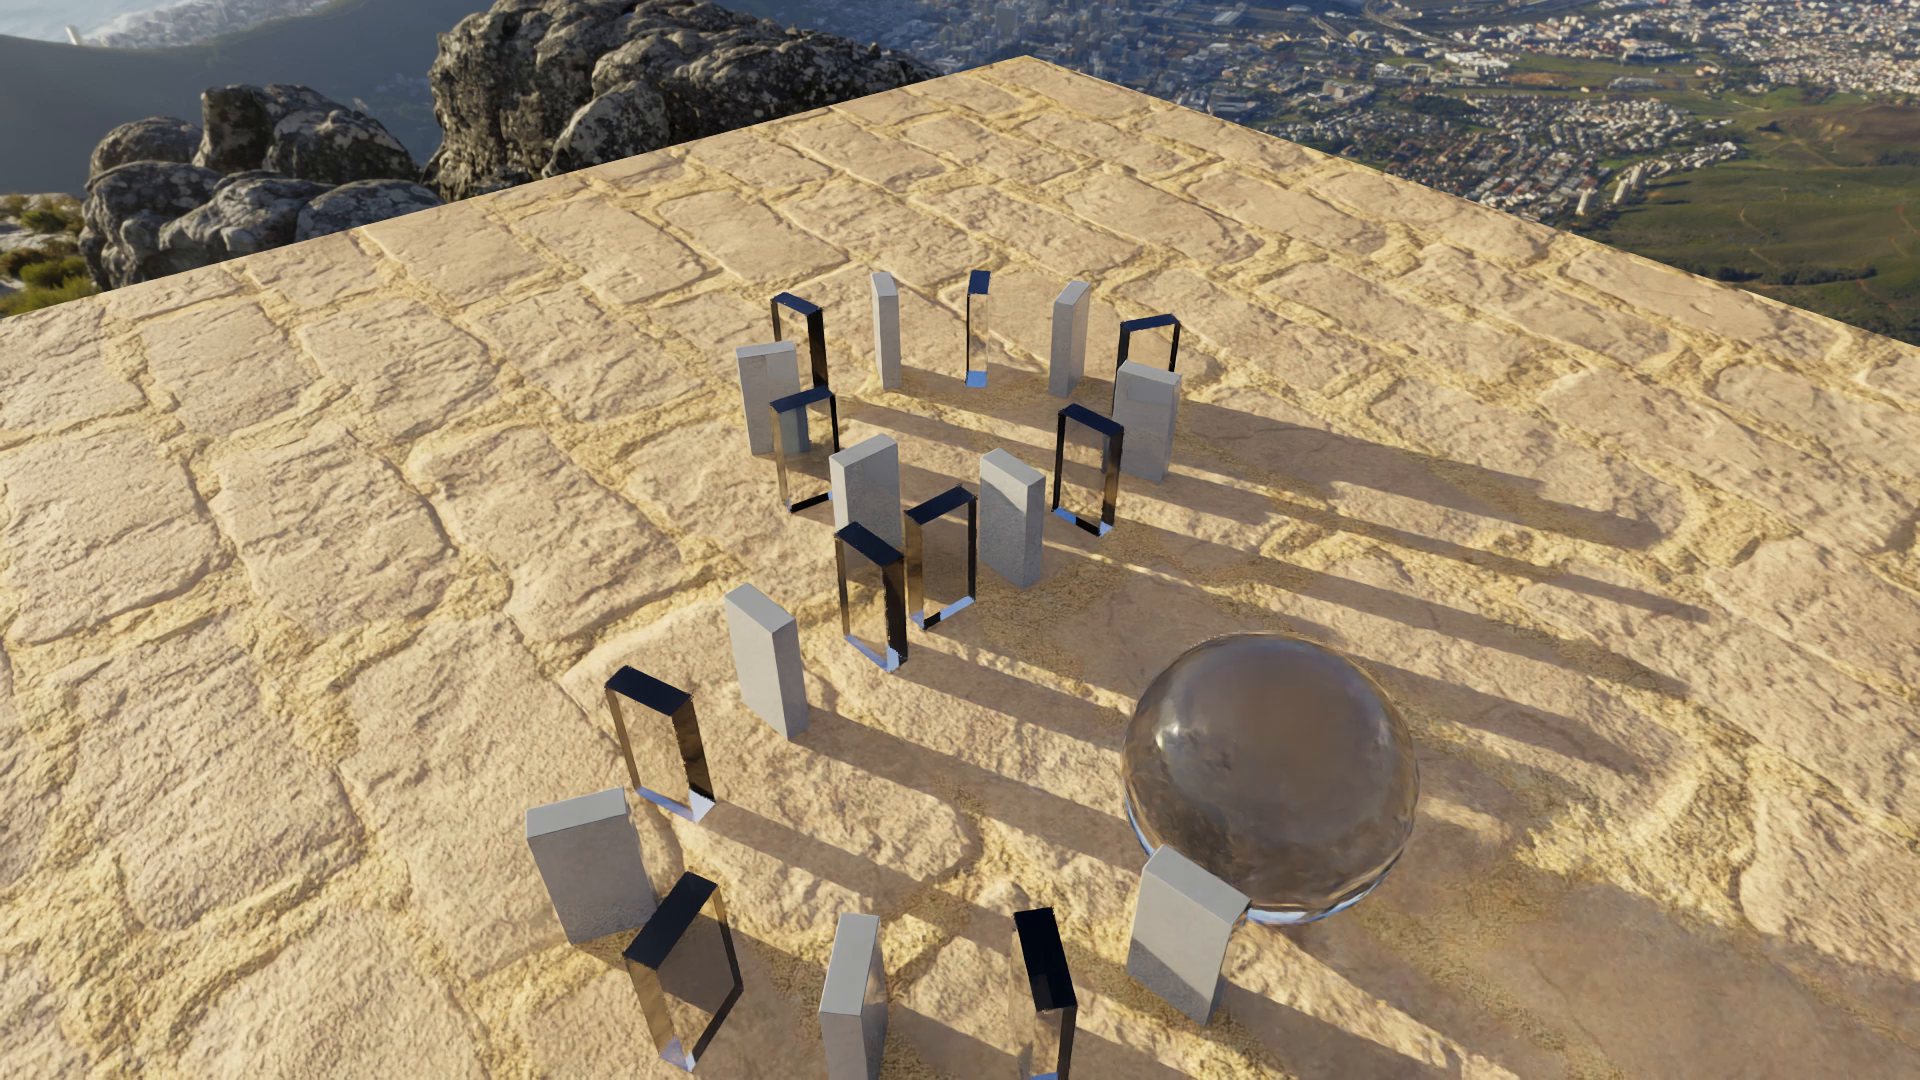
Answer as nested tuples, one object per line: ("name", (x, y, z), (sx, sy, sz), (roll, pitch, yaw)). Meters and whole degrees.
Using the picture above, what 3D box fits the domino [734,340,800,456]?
("domino", (-0.084, -0.063, 0.488), (0.025, 0.050, 0.009), (-11, 41, -13))

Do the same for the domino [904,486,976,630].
("domino", (-0.007, 0.007, 0.403), (0.025, 0.050, 0.010), (-28, 47, -30))

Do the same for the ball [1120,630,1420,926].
("ball", (0.085, 0.066, 0.308), (0.080, 0.080, 0.080), (0, 39, 0))

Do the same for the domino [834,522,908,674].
("domino", (-0.031, 0.021, 0.386), (0.010, 0.050, 0.025), (-31, 49, -32))

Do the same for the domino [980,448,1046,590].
("domino", (0.020, -0.008, 0.421), (0.009, 0.050, 0.025), (-30, 48, -31))

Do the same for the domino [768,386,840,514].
("domino", (-0.063, -0.037, 0.457), (0.025, 0.050, 0.010), (-22, 44, -25))

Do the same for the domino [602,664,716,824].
("domino", (-0.091, 0.063, 0.335), (0.025, 0.050, 0.009), (20, 43, 22))

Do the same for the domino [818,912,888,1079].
("domino", (-0.025, 0.117, 0.269), (0.010, 0.050, 0.025), (4, 40, 5))

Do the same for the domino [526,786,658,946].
("domino", (-0.100, 0.090, 0.302), (0.025, 0.050, 0.010), (-12, 41, -14))

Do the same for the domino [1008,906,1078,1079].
("domino", (0.020, 0.116, 0.270), (0.010, 0.050, 0.025), (-6, 40, -7))

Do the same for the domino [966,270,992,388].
("domino", (0.009, -0.103, 0.537), (0.009, 0.050, 0.025), (3, 39, 4))

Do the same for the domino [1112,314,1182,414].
("domino", (0.085, -0.078, 0.506), (0.025, 0.050, 0.010), (-12, 41, -15))

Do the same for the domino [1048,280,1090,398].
("domino", (0.053, -0.096, 0.529), (0.009, 0.050, 0.025), (16, 42, 19))

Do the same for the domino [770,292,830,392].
("domino", (-0.075, -0.089, 0.521), (0.025, 0.050, 0.009), (29, 47, 31))

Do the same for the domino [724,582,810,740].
("domino", (-0.063, 0.040, 0.362), (0.025, 0.050, 0.010), (32, 49, 33))

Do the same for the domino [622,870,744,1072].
("domino", (-0.069, 0.110, 0.278), (0.010, 0.050, 0.025), (16, 42, 19))

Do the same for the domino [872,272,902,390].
("domino", (-0.036, -0.102, 0.535), (0.009, 0.050, 0.025), (-7, 40, -9))

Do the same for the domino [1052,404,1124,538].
("domino", (0.051, -0.028, 0.446), (0.025, 0.050, 0.009), (31, 48, 32))

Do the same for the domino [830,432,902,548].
("domino", (-0.036, -0.015, 0.429), (0.025, 0.050, 0.009), (-28, 47, -30))

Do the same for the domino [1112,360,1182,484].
("domino", (0.079, -0.050, 0.473), (0.025, 0.050, 0.010), (19, 43, 22))

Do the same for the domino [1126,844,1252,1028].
("domino", (0.058, 0.103, 0.285), (0.025, 0.050, 0.009), (28, 48, 30))
